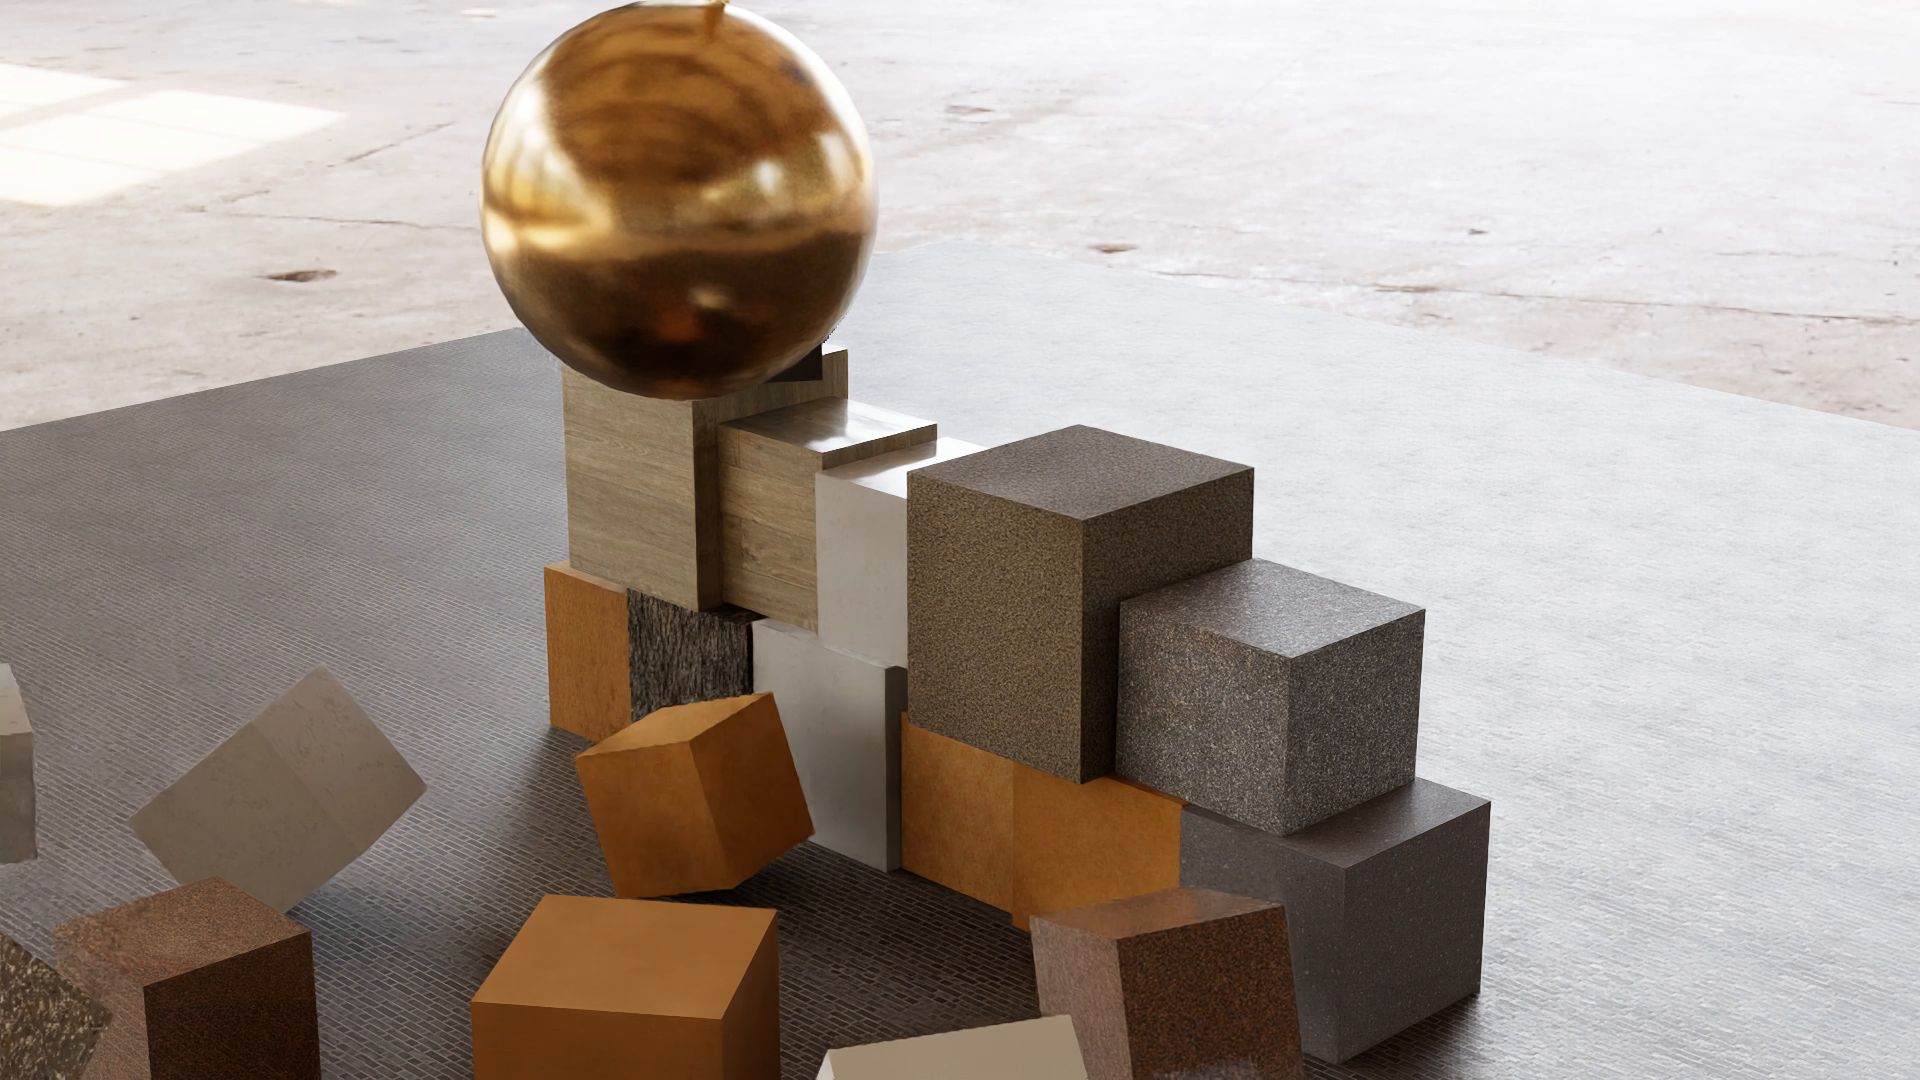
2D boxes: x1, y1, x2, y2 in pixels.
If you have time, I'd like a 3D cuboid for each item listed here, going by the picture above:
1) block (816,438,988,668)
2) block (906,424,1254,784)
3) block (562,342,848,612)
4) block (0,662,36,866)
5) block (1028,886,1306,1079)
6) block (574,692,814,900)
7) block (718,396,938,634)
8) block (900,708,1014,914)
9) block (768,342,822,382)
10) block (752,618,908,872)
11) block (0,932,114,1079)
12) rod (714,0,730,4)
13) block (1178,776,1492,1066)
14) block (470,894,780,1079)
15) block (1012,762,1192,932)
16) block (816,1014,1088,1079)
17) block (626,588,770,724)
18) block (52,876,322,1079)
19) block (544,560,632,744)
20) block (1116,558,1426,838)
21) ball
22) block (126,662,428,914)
[{"bbox_3d":[-0.077,0.067,13.472,0.799,0.800,0.846,17,24,42],"label":"block"},{"bbox_3d":[0.520,0.247,12.762,1.026,1.154,1.095,16,24,42],"label":"block"},{"bbox_3d":[-1.250,-0.399,14.499,0.987,1.122,0.997,17,24,42],"label":"block"},{"bbox_3d":[-4.409,1.006,12.795,0.617,0.664,0.590,-7,31,-25],"label":"block"},{"bbox_3d":[0.777,1.789,10.992,0.693,0.806,0.764,-8,2,-23],"label":"block"},{"bbox_3d":[-1.193,1.153,13.232,0.657,0.687,0.671,-10,11,33],"label":"block"},{"bbox_3d":[-0.625,-0.131,13.966,0.727,0.882,0.738,17,24,42],"label":"block"},{"bbox_3d":[0.287,1.145,13.411,0.785,0.774,0.786,-17,24,-42],"label":"block"},{"bbox_3d":[-1.163,-1.341,13.922,0.898,1.021,0.881,-3,18,-10],"label":"block"},{"bbox_3d":[-0.329,0.860,13.945,0.929,0.997,0.905,-17,24,-42],"label":"block"},{"bbox_3d":[-3.356,1.624,9.503,0.658,0.735,0.685,7,60,31],"label":"block"},{"bbox_3d":[-0.486,-4.677,11.362,0.080,5.200,0.080,17,9,42],"label":"rod"},{"bbox_3d":[1.546,1.495,12.167,0.973,0.853,0.847,-17,24,-42],"label":"block"},{"bbox_3d":[-1.202,1.919,10.787,0.902,0.870,0.919,3,18,8],"label":"block"},{"bbox_3d":[0.902,1.296,12.786,0.931,0.861,0.968,-16,24,-42],"label":"block"},{"bbox_3d":[-0.021,2.141,9.680,0.830,0.811,0.762,-6,58,-17],"label":"block"},{"bbox_3d":[-0.977,0.680,14.559,0.968,0.973,0.896,-17,24,-42],"label":"block"},{"bbox_3d":[-2.971,1.832,11.298,0.703,0.731,0.705,-16,23,-41],"label":"block"},{"bbox_3d":[-1.569,0.546,15.169,0.805,0.863,0.800,-17,24,-42],"label":"block"},{"bbox_3d":[1.284,0.631,12.192,0.872,0.764,0.904,-16,25,-42],"label":"block"},{"bbox_3d":[-1.122,-1.359,11.739,1.600,1.600,1.600,0,17,0],"label":"ball"},{"bbox_3d":[-2.983,1.159,12.864,0.799,0.733,0.753,-37,7,20],"label":"block"}]
